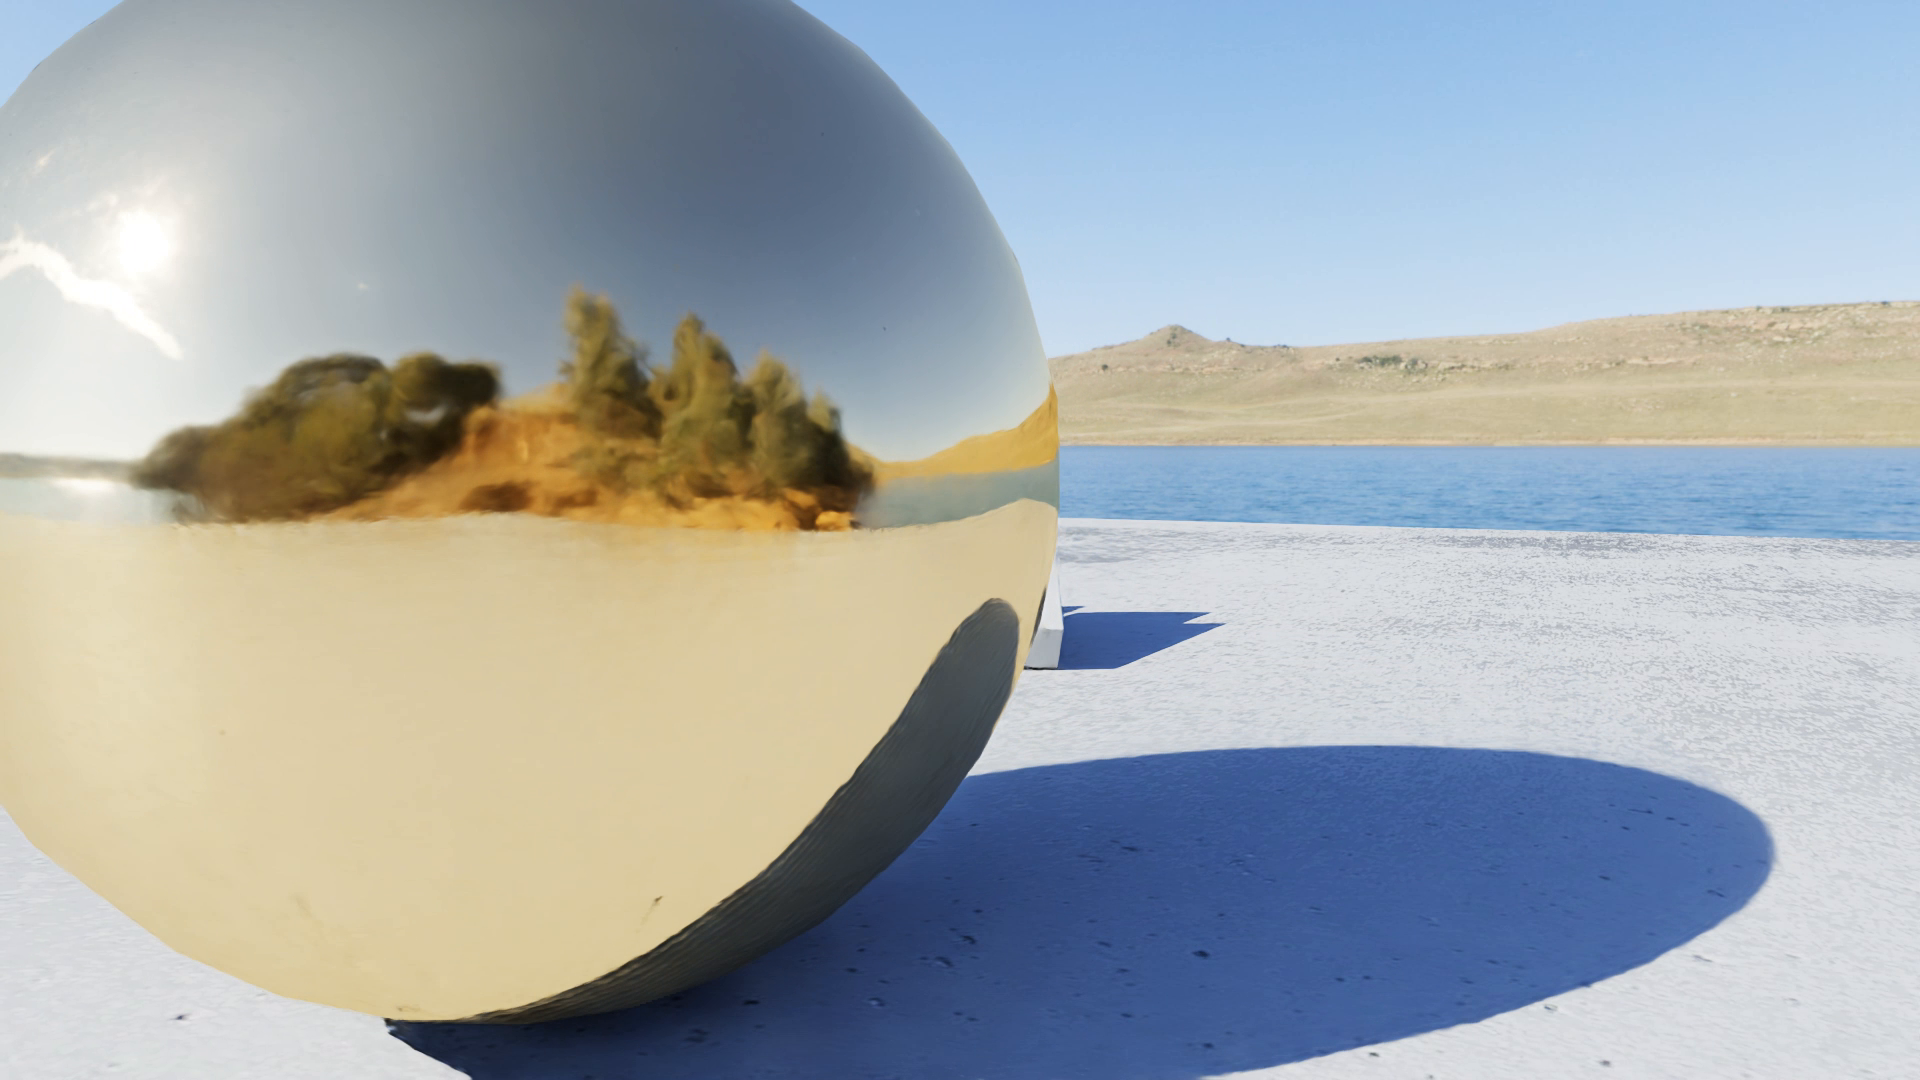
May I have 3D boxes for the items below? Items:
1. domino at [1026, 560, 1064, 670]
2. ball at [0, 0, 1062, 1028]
[{"bbox_3d":[0.007,0.006,0.260,0.025,0.009,0.050,5,32,-2],"label":"domino"},{"bbox_3d":[-0.032,-0.005,0.100,0.080,0.080,0.080,0,4,0],"label":"ball"}]
